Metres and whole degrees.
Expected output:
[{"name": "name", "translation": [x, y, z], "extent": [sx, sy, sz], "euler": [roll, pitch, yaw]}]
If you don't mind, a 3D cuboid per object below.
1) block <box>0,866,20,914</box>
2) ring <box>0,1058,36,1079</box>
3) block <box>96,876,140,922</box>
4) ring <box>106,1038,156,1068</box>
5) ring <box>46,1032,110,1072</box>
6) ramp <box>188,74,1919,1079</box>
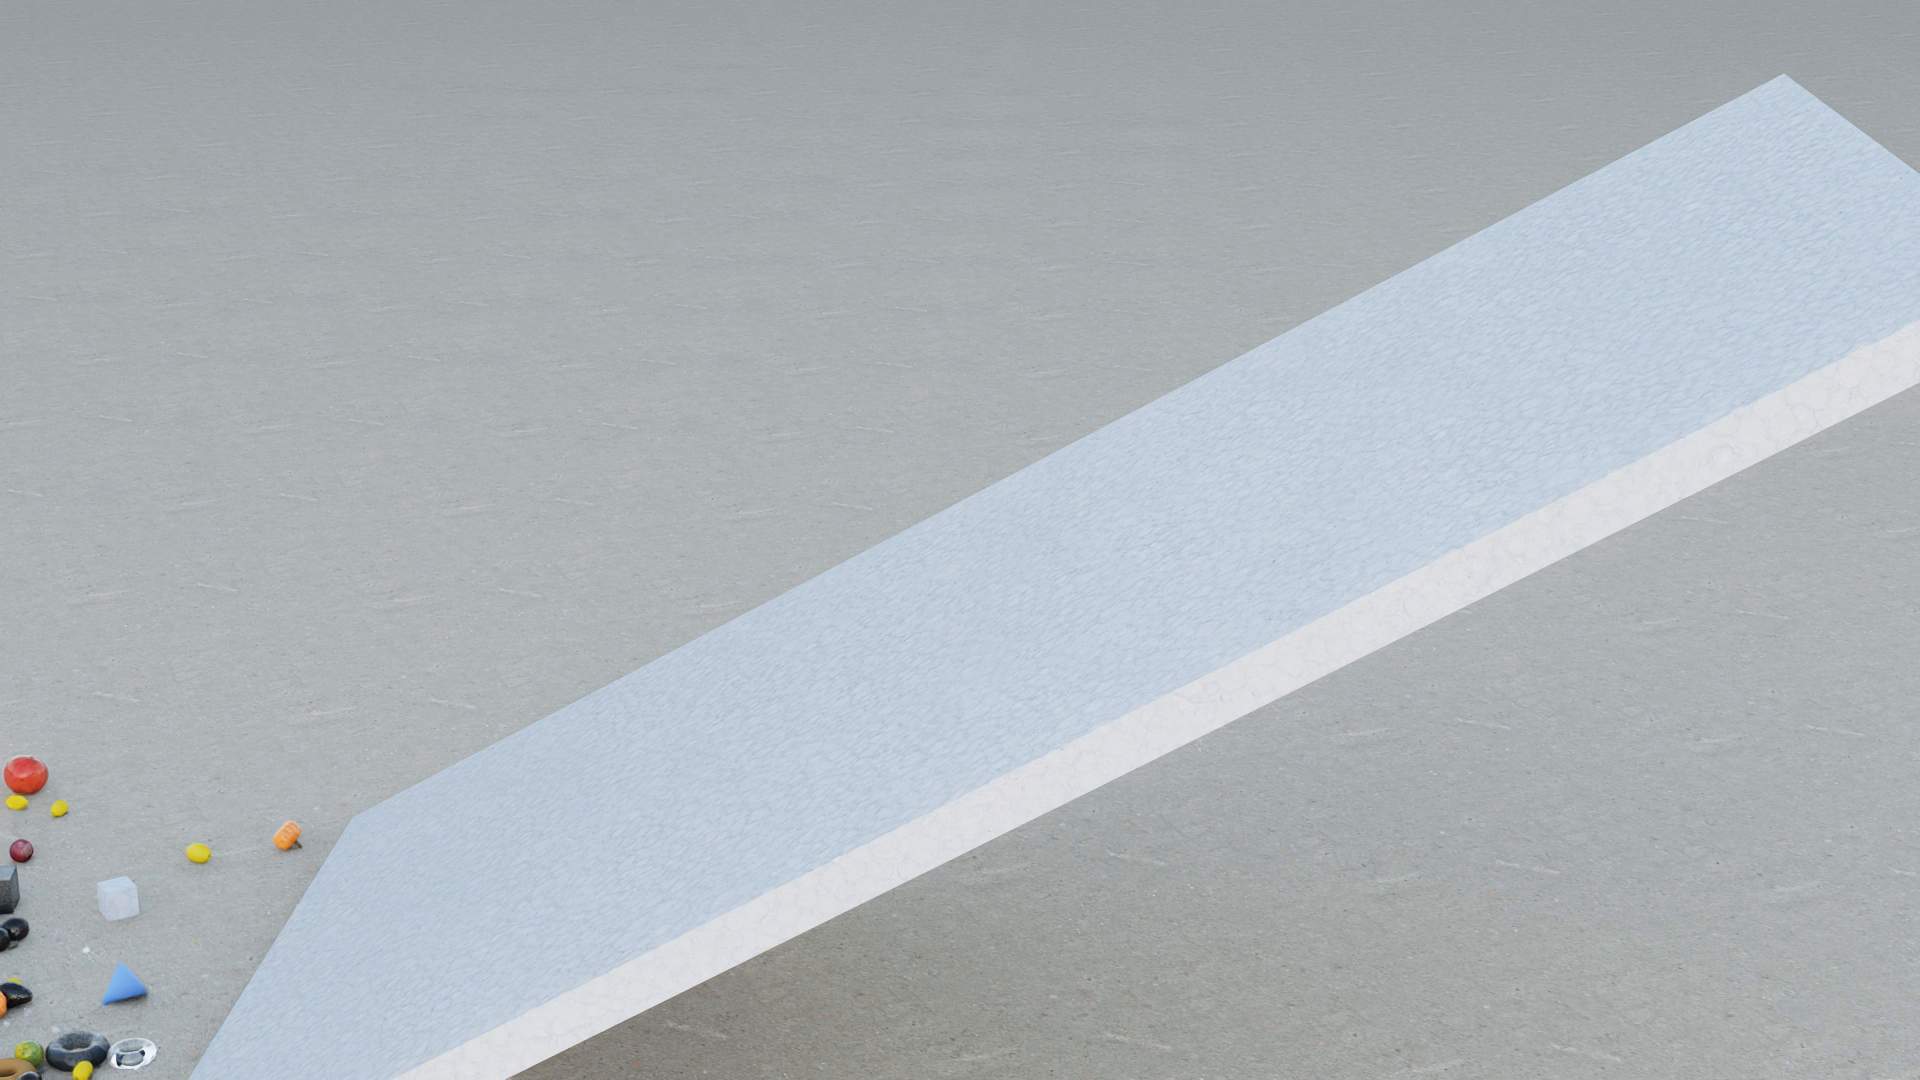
[{"name": "block", "translation": [-2.387, 0.867, 7.286], "extent": [0.090, 0.090, 0.090], "euler": [-2, 18, -6]}, {"name": "ring", "translation": [-2.083, 1.174, 6.421], "extent": [0.130, 0.043, 0.130], "euler": [1, 19, 0]}, {"name": "block", "translation": [-2.078, 0.885, 7.258], "extent": [0.075, 0.075, 0.075], "euler": [-12, 22, -33]}, {"name": "ring", "translation": [-1.840, 1.140, 6.534], "extent": [0.108, 0.036, 0.108], "euler": [-1, 18, 0]}, {"name": "ring", "translation": [-1.960, 1.136, 6.533], "extent": [0.139, 0.046, 0.139], "euler": [1, 18, 0]}, {"name": "ramp", "translation": [0.142, 0.167, 6.283], "extent": [4.000, 0.100, 2.000], "euler": [-27, 14, 11]}]
